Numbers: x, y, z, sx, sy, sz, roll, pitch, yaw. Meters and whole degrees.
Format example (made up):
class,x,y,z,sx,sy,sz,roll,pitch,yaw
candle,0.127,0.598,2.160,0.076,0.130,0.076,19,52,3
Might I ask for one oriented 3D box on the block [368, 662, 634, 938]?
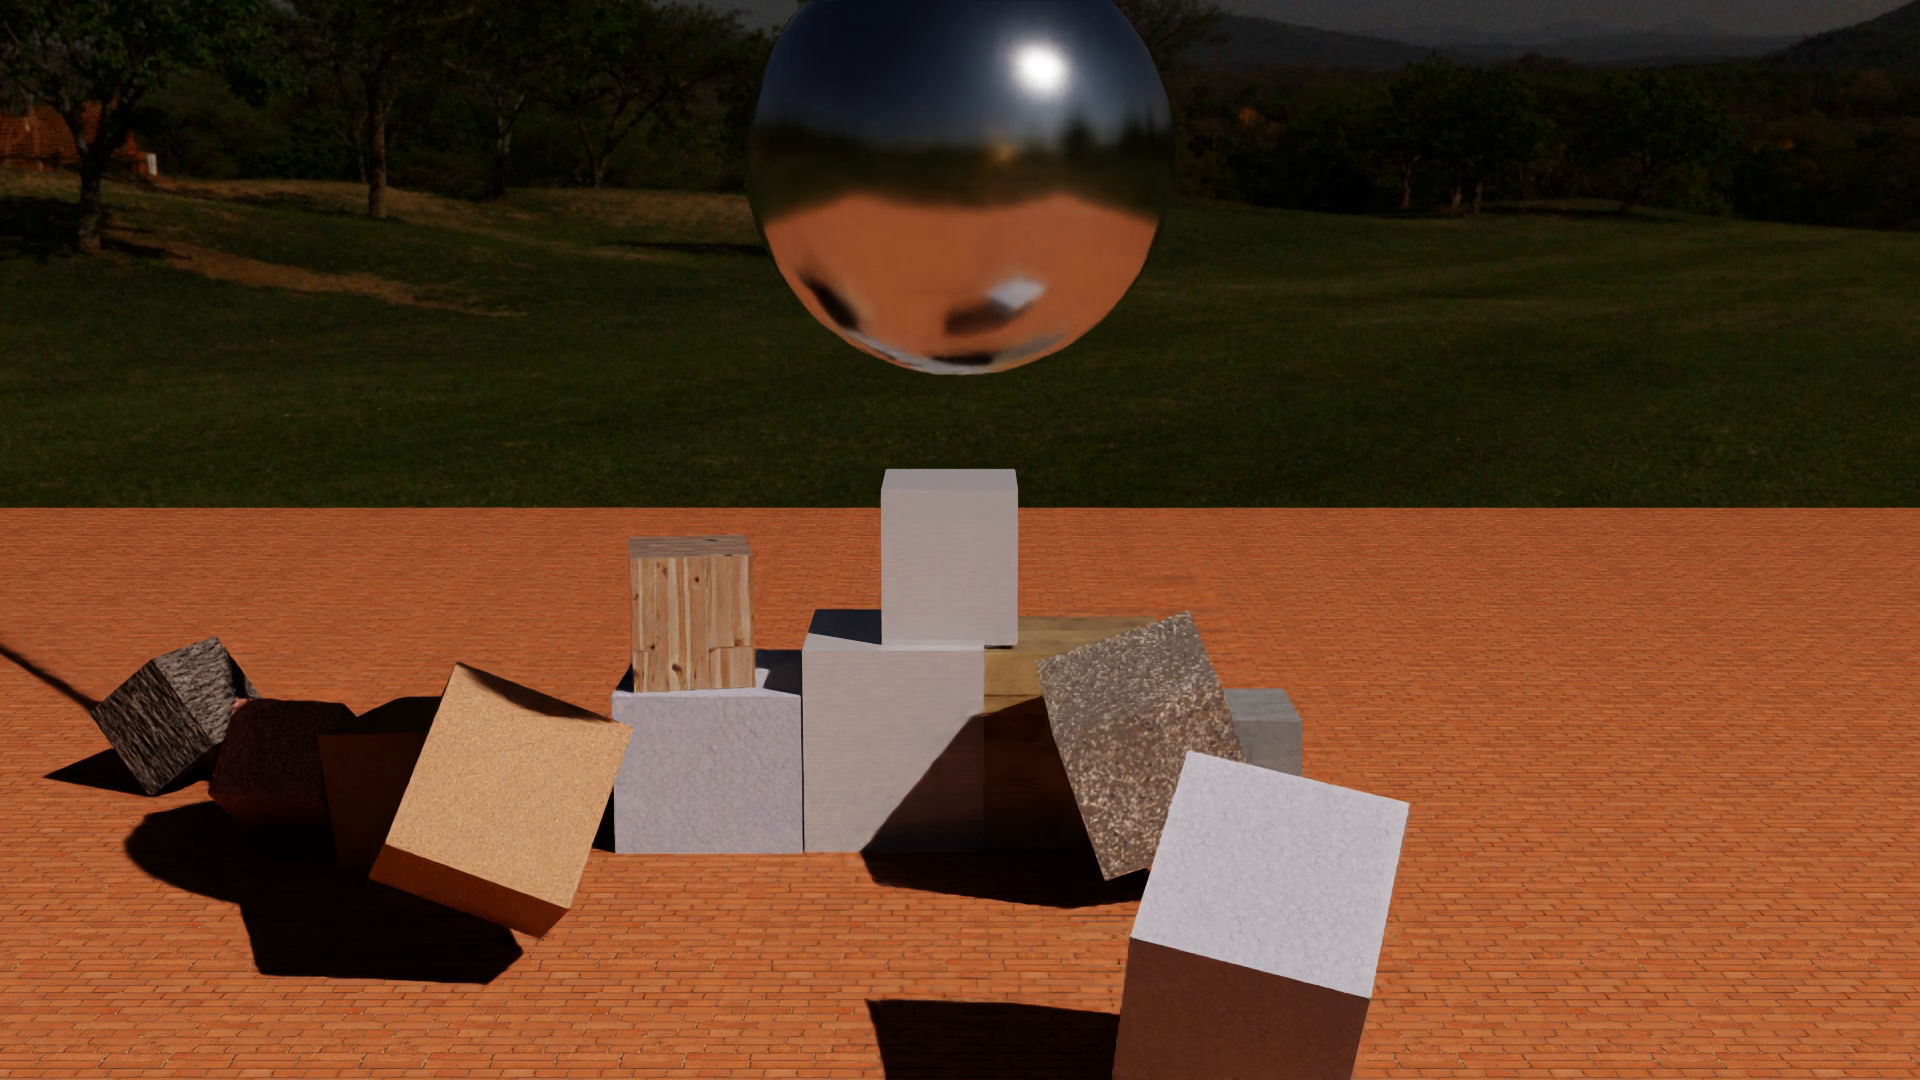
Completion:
class,x,y,z,sx,sy,sz,roll,pitch,yaw
block,-1.950,1.116,9.318,0.780,0.813,0.719,22,-25,-12

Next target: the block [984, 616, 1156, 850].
class,x,y,z,sx,sy,sz,roll,pitch,yaw
block,0.577,0.982,11.341,0.915,1.010,0.866,0,10,0

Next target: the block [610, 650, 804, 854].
class,x,y,z,sx,sy,sz,roll,pitch,yaw
block,-1.252,1.076,11.396,0.934,0.805,1.016,0,10,0

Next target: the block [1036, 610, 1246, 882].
class,x,y,z,sx,sy,sz,roll,pitch,yaw
block,0.879,0.946,10.283,0.777,0.758,0.873,-19,20,3

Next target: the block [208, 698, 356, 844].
class,x,y,z,sx,sy,sz,roll,pitch,yaw
block,-3.313,1.162,11.026,0.572,0.518,0.574,2,-30,10

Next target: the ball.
class,x,y,z,sx,sy,sz,roll,pitch,yaw
ball,0.000,-1.413,8.184,1.600,1.600,1.600,0,10,0

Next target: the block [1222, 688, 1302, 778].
class,x,y,z,sx,sy,sz,roll,pitch,yaw
block,1.386,1.161,11.410,0.663,0.633,0.671,0,10,0

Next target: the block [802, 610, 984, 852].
class,x,y,z,sx,sy,sz,roll,pitch,yaw
block,-0.327,0.966,11.363,0.894,1.035,0.963,0,10,0

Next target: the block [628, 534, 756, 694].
class,x,y,z,sx,sy,sz,roll,pitch,yaw
block,-1.370,0.364,11.175,0.602,0.676,0.600,-2,10,-10

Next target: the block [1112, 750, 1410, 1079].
class,x,y,z,sx,sy,sz,roll,pitch,yaw
block,1.074,1.455,7.889,0.810,0.857,0.901,13,42,11

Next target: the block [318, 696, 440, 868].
class,x,y,z,sx,sy,sz,roll,pitch,yaw
block,-2.679,1.191,10.921,0.595,0.673,0.715,-3,10,19

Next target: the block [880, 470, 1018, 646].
class,x,y,z,sx,sy,sz,roll,pitch,yaw
block,-0.051,0.075,11.204,0.673,0.774,0.730,0,10,0

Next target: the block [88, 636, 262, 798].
class,x,y,z,sx,sy,sz,roll,pitch,yaw
block,-4.272,0.964,12.102,0.529,0.568,0.592,-37,-1,18
